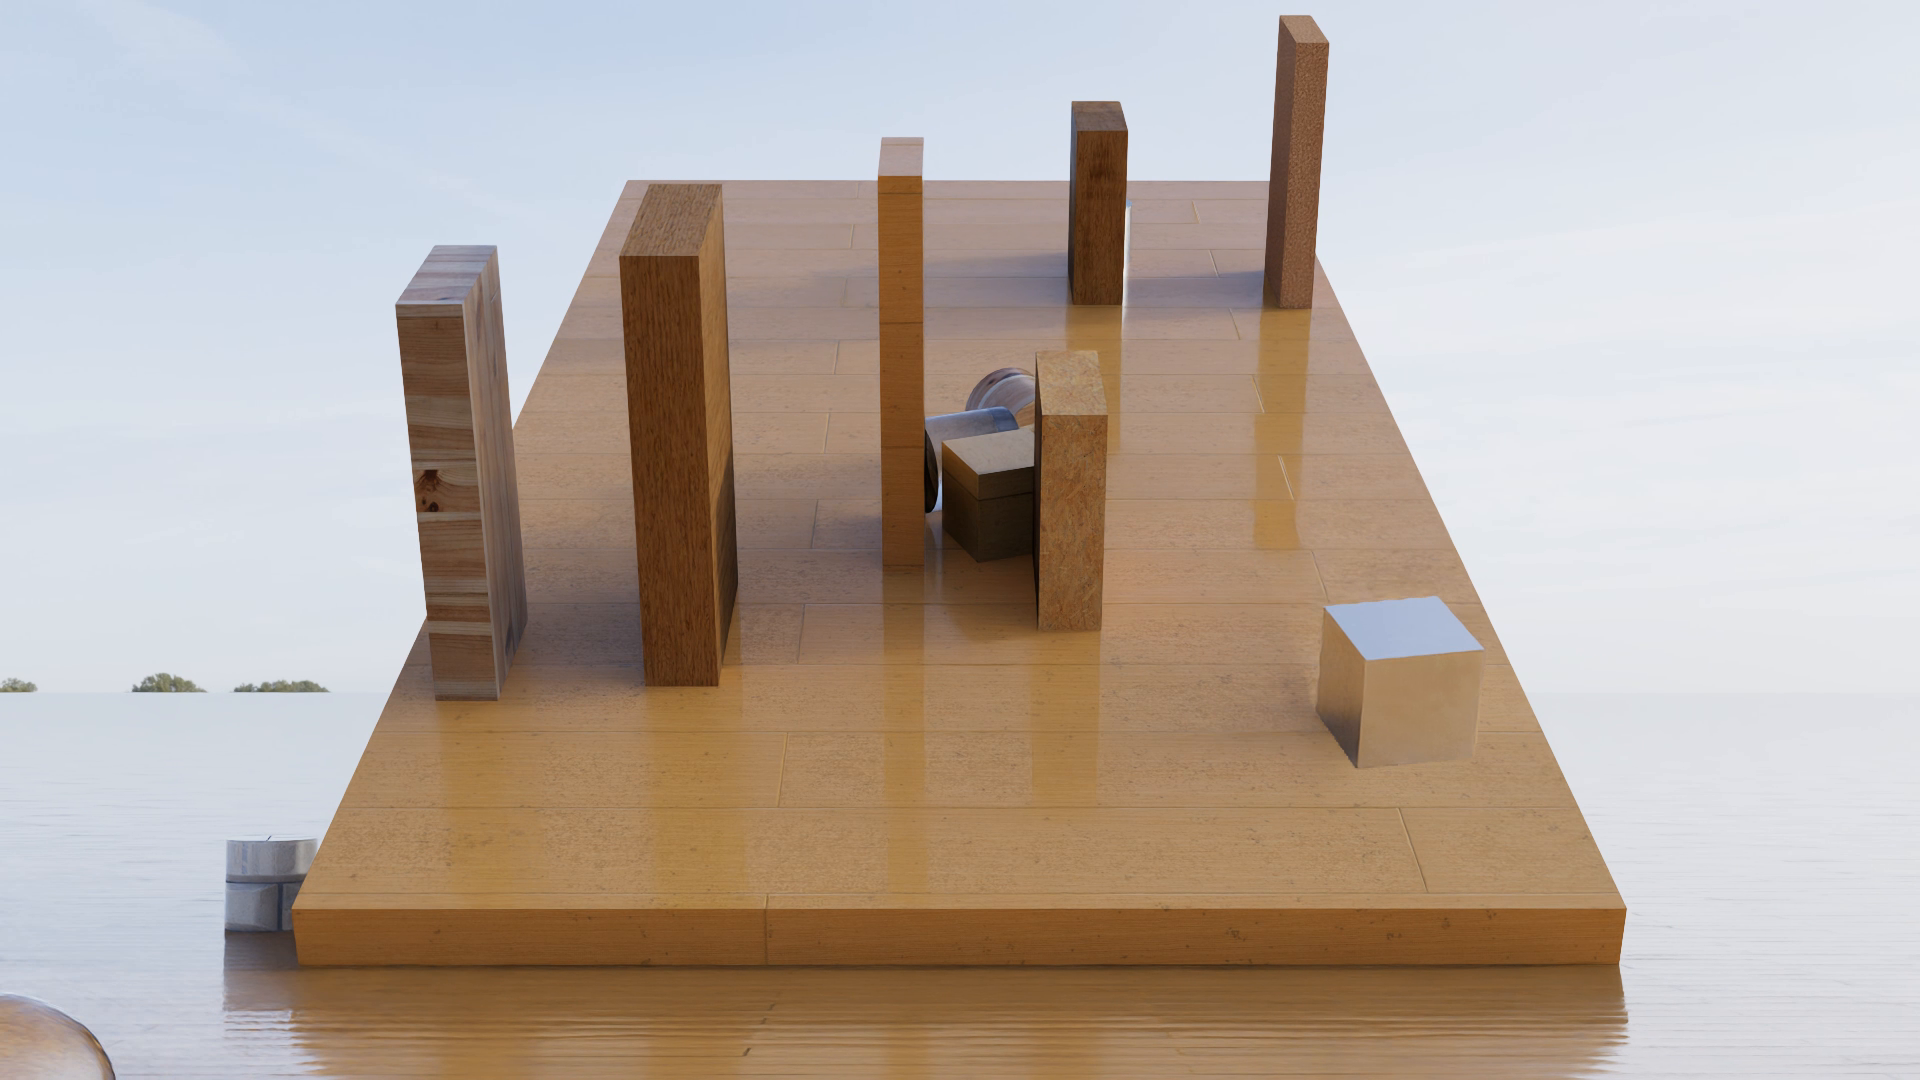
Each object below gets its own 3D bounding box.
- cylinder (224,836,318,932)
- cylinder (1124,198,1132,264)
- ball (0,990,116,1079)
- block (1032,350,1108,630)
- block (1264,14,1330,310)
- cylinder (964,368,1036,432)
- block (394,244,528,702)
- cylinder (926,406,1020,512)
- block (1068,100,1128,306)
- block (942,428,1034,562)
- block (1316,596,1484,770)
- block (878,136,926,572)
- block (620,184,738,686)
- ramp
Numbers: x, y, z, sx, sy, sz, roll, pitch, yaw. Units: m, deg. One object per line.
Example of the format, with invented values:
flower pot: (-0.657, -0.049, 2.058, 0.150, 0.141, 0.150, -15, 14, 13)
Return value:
cylinder: (-1.204, 0.599, 4.079, 0.156, 0.156, 0.156, 0, -4, 0)
cylinder: (0.387, -0.844, 6.376, 0.160, 0.160, 0.160, 0, 24, 0)
ball: (-0.731, 0.435, 1.749, 0.191, 0.191, 0.191, 0, -4, 0)
block: (0.204, -0.098, 4.405, 0.117, 0.429, 0.340, 0, 24, 0)
block: (0.868, -0.979, 6.037, 0.082, 0.689, 0.330, 0, 24, 0)
cylinder: (0.139, -0.246, 5.013, 0.197, 0.197, 0.197, 2, 21, -26)
block: (-0.863, -0.117, 4.078, 0.109, 0.729, 0.323, 0, 24, 0)
cylinder: (0.008, -0.168, 4.841, 0.196, 0.196, 0.196, -10, 0, -21)
block: (0.358, -0.883, 6.099, 0.129, 0.460, 0.310, 0, 24, 0)
block: (0.087, -0.091, 4.681, 0.189, 0.189, 0.189, -10, 26, -21)
block: (0.739, 0.239, 3.938, 0.205, 0.205, 0.205, -5, 25, -10)
block: (-0.111, -0.357, 4.532, 0.082, 0.796, 0.276, 0, 24, 0)
block: (-0.493, -0.191, 4.165, 0.130, 0.794, 0.429, 0, 24, 0)
ramp: (-0.008, -0.229, 5.333, 2.000, 0.100, 4.000, 0, 24, 0)
